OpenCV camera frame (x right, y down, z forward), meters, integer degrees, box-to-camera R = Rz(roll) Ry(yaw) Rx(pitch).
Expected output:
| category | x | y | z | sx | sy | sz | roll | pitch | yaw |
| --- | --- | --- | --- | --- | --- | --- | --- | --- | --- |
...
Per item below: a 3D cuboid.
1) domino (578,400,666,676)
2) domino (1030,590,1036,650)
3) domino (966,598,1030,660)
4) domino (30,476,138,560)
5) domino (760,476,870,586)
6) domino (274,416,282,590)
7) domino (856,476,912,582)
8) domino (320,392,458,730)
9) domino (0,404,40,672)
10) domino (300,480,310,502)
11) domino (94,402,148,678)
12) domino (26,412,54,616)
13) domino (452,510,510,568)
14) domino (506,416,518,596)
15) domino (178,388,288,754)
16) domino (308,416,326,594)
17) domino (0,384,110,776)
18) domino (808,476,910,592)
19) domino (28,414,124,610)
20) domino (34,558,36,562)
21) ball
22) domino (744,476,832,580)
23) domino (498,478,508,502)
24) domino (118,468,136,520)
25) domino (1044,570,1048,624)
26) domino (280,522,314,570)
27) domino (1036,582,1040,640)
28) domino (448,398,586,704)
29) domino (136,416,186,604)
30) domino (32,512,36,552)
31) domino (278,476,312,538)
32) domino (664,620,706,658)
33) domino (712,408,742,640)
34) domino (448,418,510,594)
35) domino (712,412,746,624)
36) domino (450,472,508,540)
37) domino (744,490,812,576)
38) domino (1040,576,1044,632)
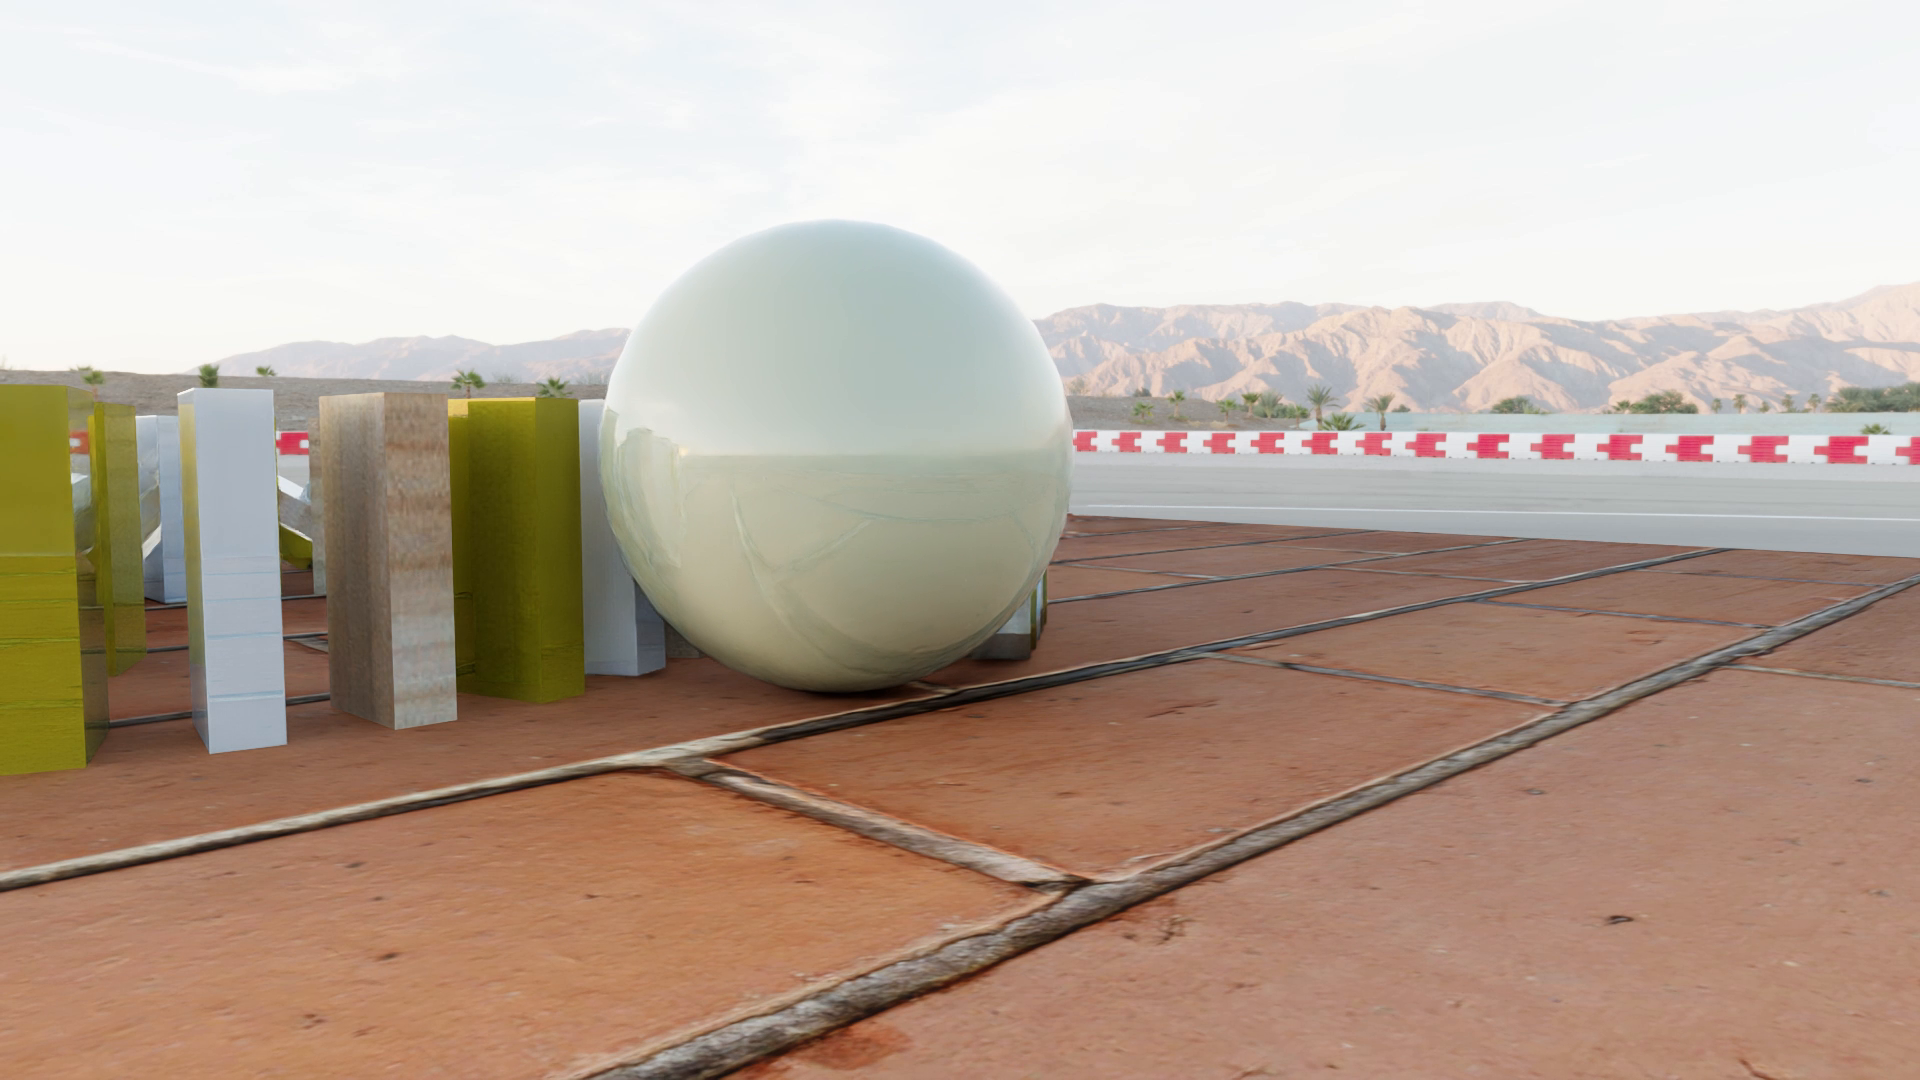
| category | x | y | z | sx | sy | sz | roll | pitch | yaw |
| --- | --- | --- | --- | --- | --- | --- | --- | --- | --- |
| domino | -0.069 | -0.001 | 0.239 | 0.025 | 0.050 | 0.009 | 0 | 4 | 18 |
| domino | 0.004 | 0.000 | 0.278 | 0.025 | 0.050 | 0.010 | 0 | -36 | 3 |
| domino | 0.002 | 0.001 | 0.265 | 0.025 | 0.050 | 0.009 | 0 | -36 | 3 |
| domino | -0.275 | -0.007 | 0.408 | 0.025 | 0.010 | 0.050 | 5 | -30 | 51 |
| domino | -0.040 | -0.004 | 0.408 | 0.025 | 0.010 | 0.050 | -4 | 33 | -41 |
| domino | -0.201 | -0.010 | 0.367 | 0.010 | 0.050 | 0.025 | -3 | 5 | -33 |
| domino | -0.010 | -0.002 | 0.375 | 0.025 | 0.010 | 0.050 | -2 | 34 | -26 |
| domino | -0.090 | 0.002 | 0.201 | 0.025 | 0.050 | 0.009 | 4 | 6 | 44 |
| domino | -0.184 | 0.000 | 0.237 | 0.009 | 0.050 | 0.025 | 0 | 4 | -4 |
| domino | -0.201 | -0.008 | 0.450 | 0.050 | 0.010 | 0.025 | 29 | 1 | -7 |
| domino | -0.163 | -0.001 | 0.243 | 0.010 | 0.050 | 0.025 | -2 | 5 | -21 |
| domino | -0.239 | -0.006 | 0.316 | 0.025 | 0.050 | 0.010 | 1 | 4 | 10 |
| domino | -0.180 | -0.008 | 0.454 | 0.050 | 0.009 | 0.025 | 28 | 3 | -4 |
| domino | -0.117 | -0.010 | 0.369 | 0.009 | 0.050 | 0.025 | 2 | 5 | 24 |
| domino | -0.106 | 0.004 | 0.187 | 0.009 | 0.050 | 0.025 | -3 | 5 | -35 |
| domino | -0.181 | -0.011 | 0.375 | 0.010 | 0.050 | 0.025 | -1 | 4 | -13 |
| domino | -0.125 | 0.004 | 0.176 | 0.009 | 0.050 | 0.025 | -2 | 5 | -27 |
| domino | -0.024 | -0.003 | 0.392 | 0.025 | 0.010 | 0.050 | -3 | 33 | -34 |
| domino | -0.231 | -0.008 | 0.336 | 0.025 | 0.050 | 0.010 | 3 | 5 | 32 |
| domino | -0.297 | -0.008 | 0.375 | 0.025 | 0.050 | 0.009 | 3 | 46 | 37 |
| ball | -0.020 | -0.014 | 0.220 | 0.080 | 0.080 | 0.080 | 0 | 4 | 0 |
| domino | -0.057 | -0.005 | 0.422 | 0.025 | 0.009 | 0.050 | -4 | 34 | -46 |
| domino | -0.136 | -0.008 | 0.457 | 0.050 | 0.009 | 0.025 | 30 | 12 | 13 |
| domino | -0.260 | -0.007 | 0.423 | 0.050 | 0.010 | 0.025 | 36 | -13 | -25 |
| domino | 0.009 | -0.003 | 0.316 | 0.025 | 0.050 | 0.010 | 0 | -39 | 3 |
| domino | -0.242 | -0.007 | 0.435 | 0.050 | 0.009 | 0.025 | 32 | -7 | -19 |
| domino | 0.006 | -0.001 | 0.290 | 0.025 | 0.050 | 0.010 | 0 | -36 | 3 |
| domino | -0.077 | 0.001 | 0.219 | 0.025 | 0.050 | 0.010 | 2 | 5 | 29 |
| domino | -0.218 | -0.009 | 0.353 | 0.025 | 0.050 | 0.009 | 4 | 6 | 44 |
| domino | -0.287 | -0.007 | 0.391 | 0.025 | 0.009 | 0.050 | 4 | -37 | 41 |
| domino | -0.222 | -0.007 | 0.444 | 0.050 | 0.009 | 0.025 | 30 | -2 | -12 |
| domino | -0.063 | -0.002 | 0.260 | 0.025 | 0.050 | 0.009 | 1 | 4 | 10 |
| domino | -0.061 | -0.004 | 0.281 | 0.025 | 0.050 | 0.010 | 0 | 4 | 0 |
| domino | -0.138 | -0.011 | 0.375 | 0.009 | 0.050 | 0.025 | 1 | 4 | 11 |
| domino | -0.064 | -0.005 | 0.303 | 0.025 | 0.050 | 0.009 | -1 | 4 | -16 |
| domino | -0.158 | -0.008 | 0.456 | 0.050 | 0.009 | 0.025 | 29 | 7 | 3 |
| domino | -0.075 | -0.006 | 0.434 | 0.050 | 0.010 | 0.025 | 36 | 24 | 31 |
| domino | 0.007 | -0.002 | 0.302 | 0.025 | 0.050 | 0.009 | 0 | -36 | 3 |
